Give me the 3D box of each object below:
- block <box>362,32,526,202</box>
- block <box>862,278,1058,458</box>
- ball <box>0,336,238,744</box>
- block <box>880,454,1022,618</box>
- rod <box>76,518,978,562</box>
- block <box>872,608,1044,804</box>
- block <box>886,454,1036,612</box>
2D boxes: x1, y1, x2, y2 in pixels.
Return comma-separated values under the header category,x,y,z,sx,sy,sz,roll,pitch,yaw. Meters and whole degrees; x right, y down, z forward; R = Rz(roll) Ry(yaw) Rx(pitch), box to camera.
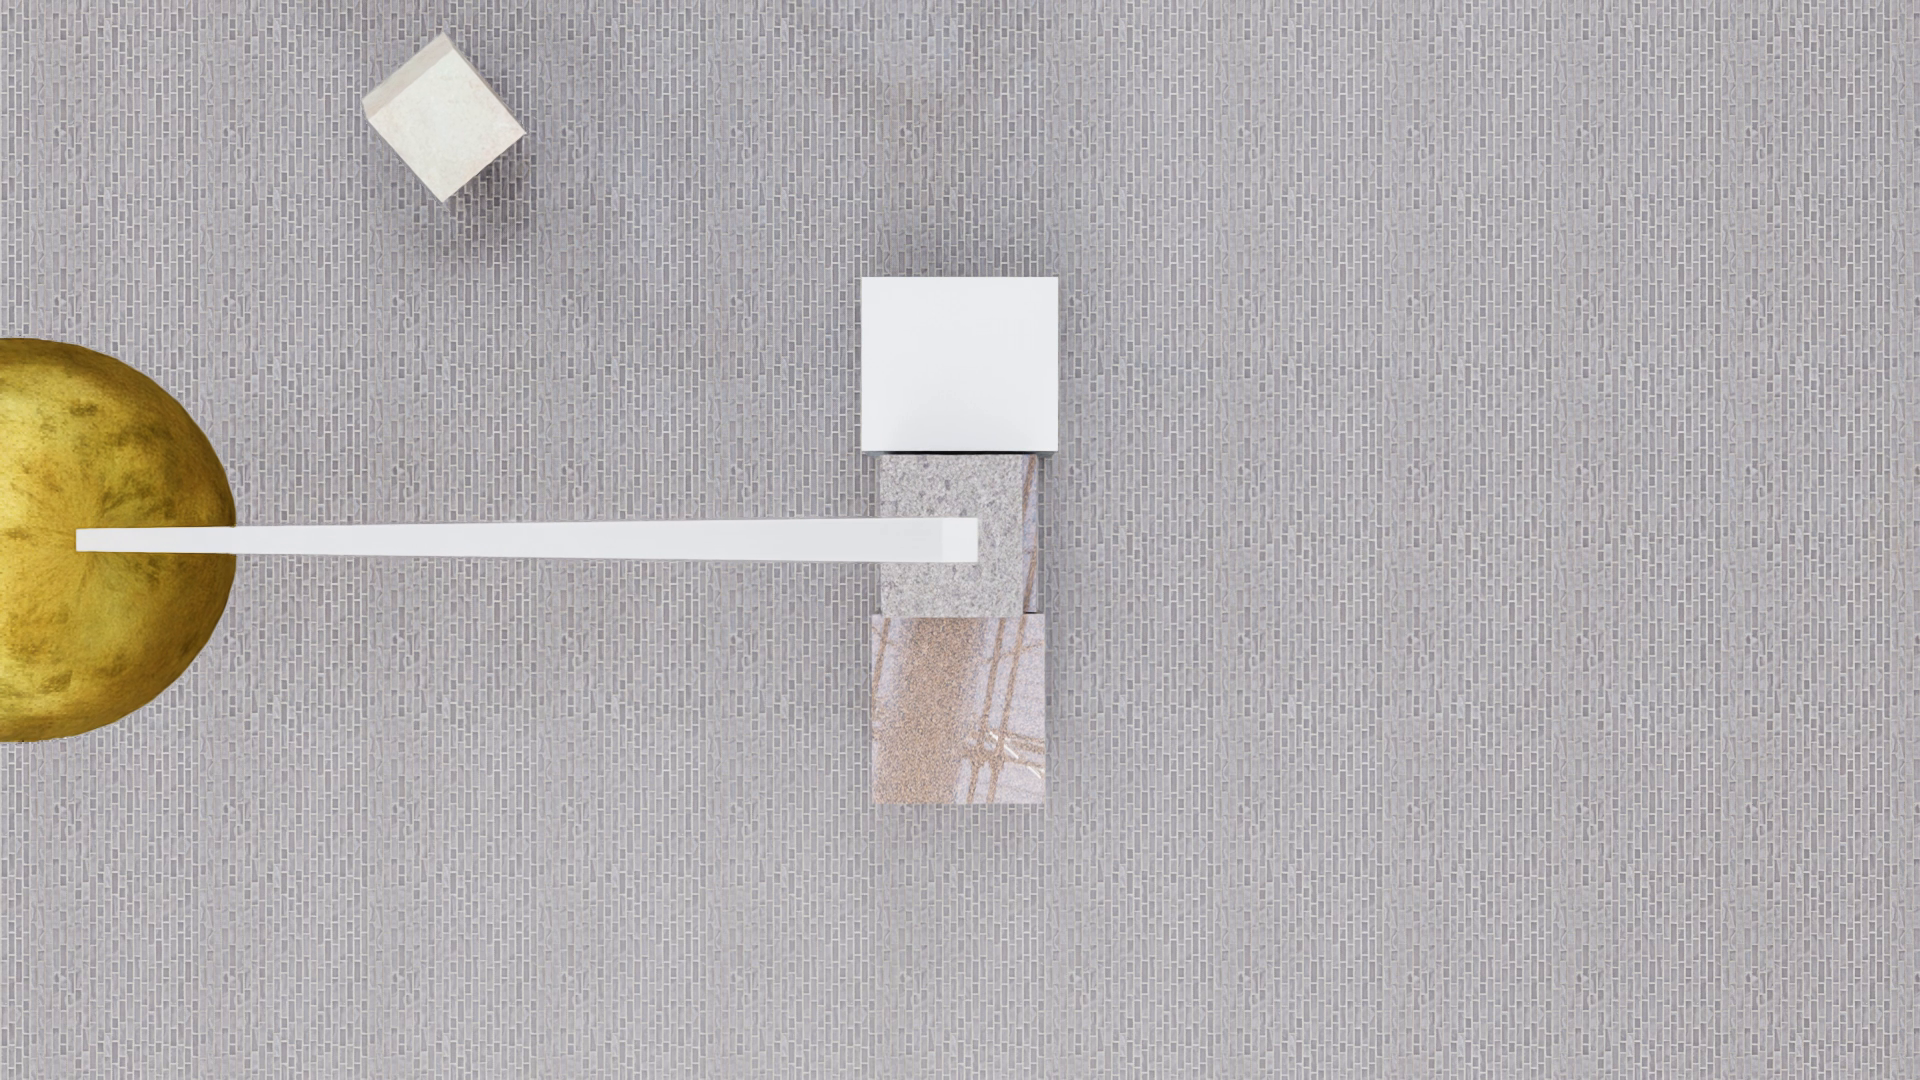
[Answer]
category,x,y,z,sx,sy,sz,roll,pitch,yaw
block,-2.955,-2.422,12.571,0.616,0.657,0.604,-40,117,0
block,-0.001,-0.959,12.489,1.067,1.022,0.944,0,90,0
ball,-3.695,0.000,8.700,1.600,1.600,1.600,0,90,0
block,-0.044,-0.020,11.758,0.733,0.768,0.840,0,90,0
rod,-1.601,0.000,6.021,0.080,5.200,0.080,0,90,-38
block,-0.010,0.919,12.480,0.940,1.040,1.030,0,90,0
block,0.007,-0.038,12.571,0.829,0.858,0.867,0,90,0
